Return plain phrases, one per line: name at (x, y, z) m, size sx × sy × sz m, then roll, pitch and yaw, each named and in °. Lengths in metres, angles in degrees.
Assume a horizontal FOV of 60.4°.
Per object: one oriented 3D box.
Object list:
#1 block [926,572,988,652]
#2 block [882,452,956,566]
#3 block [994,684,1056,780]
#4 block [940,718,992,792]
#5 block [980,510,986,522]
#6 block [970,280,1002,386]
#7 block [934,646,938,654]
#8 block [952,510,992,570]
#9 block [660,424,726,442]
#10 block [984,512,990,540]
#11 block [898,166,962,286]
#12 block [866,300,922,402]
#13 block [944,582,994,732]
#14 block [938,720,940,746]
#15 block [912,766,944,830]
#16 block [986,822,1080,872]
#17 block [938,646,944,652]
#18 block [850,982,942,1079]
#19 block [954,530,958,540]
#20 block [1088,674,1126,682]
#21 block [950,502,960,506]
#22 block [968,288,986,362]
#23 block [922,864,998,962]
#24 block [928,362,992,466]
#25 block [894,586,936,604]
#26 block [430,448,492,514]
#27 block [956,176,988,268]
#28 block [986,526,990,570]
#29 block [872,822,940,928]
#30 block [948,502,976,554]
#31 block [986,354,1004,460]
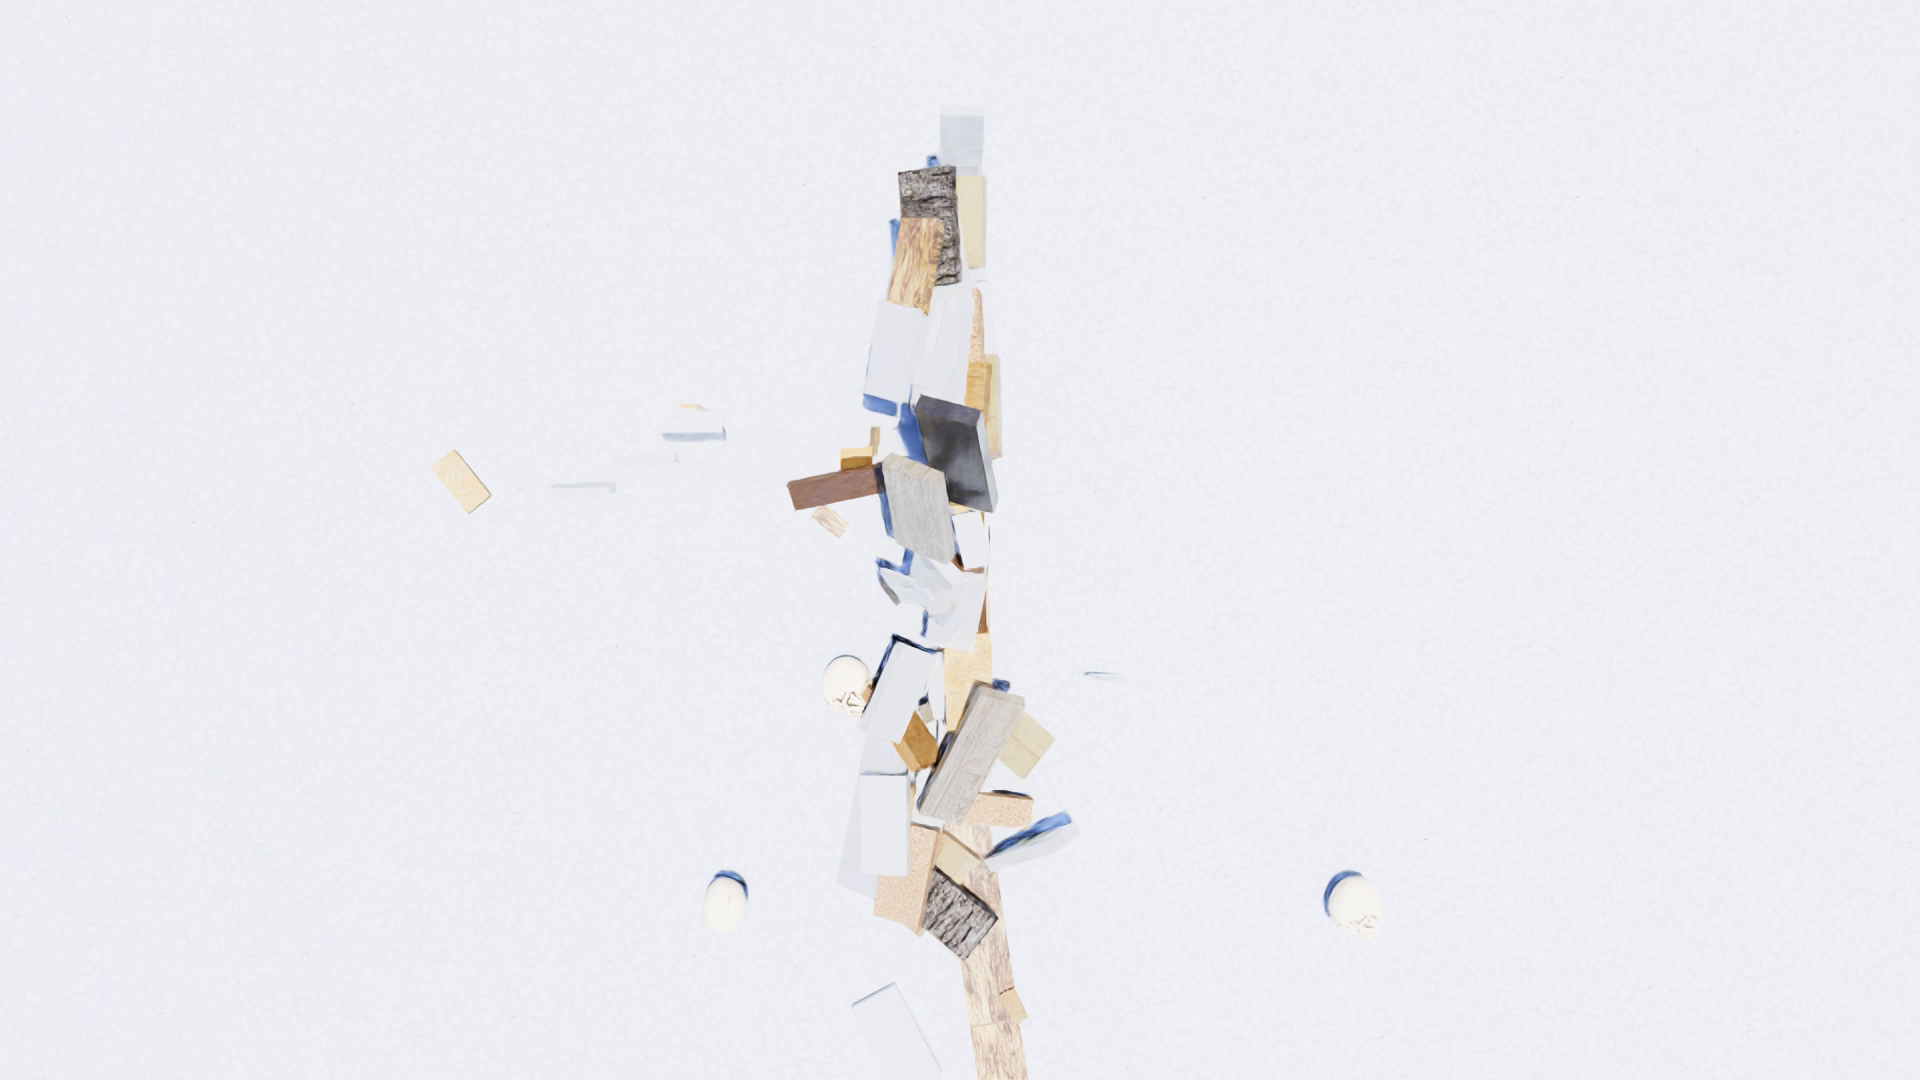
block at (-0.013, 0.219, 5.125) m, size 0.155 × 0.044 × 0.310 m, roll 8°, pitch 135°, yaw -2°
block at (-0.109, -0.081, 4.433) m, size 0.166 × 0.331 × 0.047 m, roll 23°, pitch 56°, yaw 24°
block at (0.146, 0.617, 5.372) m, size 0.347 × 0.049 × 0.174 m, roll 43°, pitch 81°, yaw -32°
block at (0.018, 0.741, 5.437) m, size 0.174 × 0.049 × 0.347 m, roll 0°, pitch 103°, yaw 0°
block at (0.000, -0.092, 4.965) m, size 0.152 × 0.304 × 0.043 m, roll 5°, pitch 61°, yaw 0°
block at (0.019, -0.592, 4.850) m, size 0.172 × 0.049 × 0.344 m, roll -7°, pitch 92°, yaw 1°
block at (-0.005, 0.348, 5.424) m, size 0.153 × 0.043 × 0.307 m, roll 1°, pitch 111°, yaw 0°
block at (0.035, -0.002, 4.754) m, size 0.081 × 0.023 × 0.162 m, roll -12°, pitch 100°, yaw 5°
block at (-0.880, -0.353, 5.447) m, size 0.203 × 0.102 × 0.029 m, roll -1°, pitch 76°, yaw 0°
block at (0.003, -0.102, 5.137) m, size 0.175 × 0.049 × 0.349 m, roll 1°, pitch 87°, yaw 0°
block at (-0.084, -0.885, 4.670) m, size 0.162 × 0.046 × 0.324 m, roll -1°, pitch 96°, yaw 29°
block at (-0.186, -0.526, 4.606) m, size 0.132 × 0.037 × 0.264 m, roll 19°, pitch 106°, yaw 37°
block at (0.024, 0.352, 5.267) m, size 0.152 × 0.043 × 0.517 m, roll -2°, pitch 74°, yaw -1°
block at (0.004, 0.533, 5.435) m, size 0.153 × 0.043 × 0.307 m, roll 0°, pitch 106°, yaw 0°
block at (-0.095, 0.842, 5.390) m, size 0.103 × 0.029 × 0.206 m, roll 7°, pitch 100°, yaw 0°
block at (0.235, 0.995, 5.342) m, size 0.301 × 0.150 × 0.043 m, roll -27°, pitch 87°, yaw 43°
block at (0.003, 0.413, 5.352) m, size 0.153 × 0.043 × 0.307 m, roll 3°, pitch 96°, yaw 0°
block at (-0.211, 1.657, 5.477) m, size 0.165 × 0.047 × 0.330 m, roll -28°, pitch 90°, yaw 0°
block at (0.006, -0.030, 4.909) m, size 0.050 × 0.099 × 0.014 m, roll 0°, pitch 57°, yaw 1°
block at (0.485, 0.453, 5.436) m, size 0.122 × 0.061 × 0.017 m, roll 5°, pitch 90°, yaw -42°
block at (0.001, -0.183, 4.796) m, size 0.081 × 0.023 × 0.162 m, roll -6°, pitch 72°, yaw -3°
block at (-0.007, -0.562, 4.744) m, size 0.152 × 0.043 × 0.303 m, roll -7°, pitch 78°, yaw 22°
block at (-0.064, 1.193, 5.387) m, size 0.347 × 0.049 × 0.174 m, roll 38°, pitch 99°, yaw 8°
block at (0.000, -0.352, 4.666) m, size 0.152 × 0.043 × 0.303 m, roll 5°, pitch 91°, yaw 21°
block at (-0.129, 0.159, 4.733) m, size 0.113 × 0.057 × 0.016 m, roll 2°, pitch 52°, yaw 35°
block at (-1.658, -0.195, 5.486) m, size 0.099 × 0.028 × 0.198 m, roll -39°, pitch 90°, yaw 0°
block at (0.012, -0.919, 4.757) m, size 0.128 × 0.036 × 0.256 m, roll 8°, pitch 104°, yaw 26°
block at (0.007, 0.043, 5.328) m, size 0.175 × 0.349 × 0.049 m, roll 0°, pitch 69°, yaw 0°
block at (-0.173, 1.080, 5.355) m, size 0.158 × 0.045 × 0.317 m, roll 11°, pitch 90°, yaw 18°
block at (-0.021, -0.033, 4.965) m, size 0.152 × 0.304 × 0.043 m, roll 5°, pitch 58°, yaw 0°
block at (0.041, -0.376, 4.740) m, size 0.152 × 0.043 × 0.303 m, roll -7°, pitch 73°, yaw 17°
